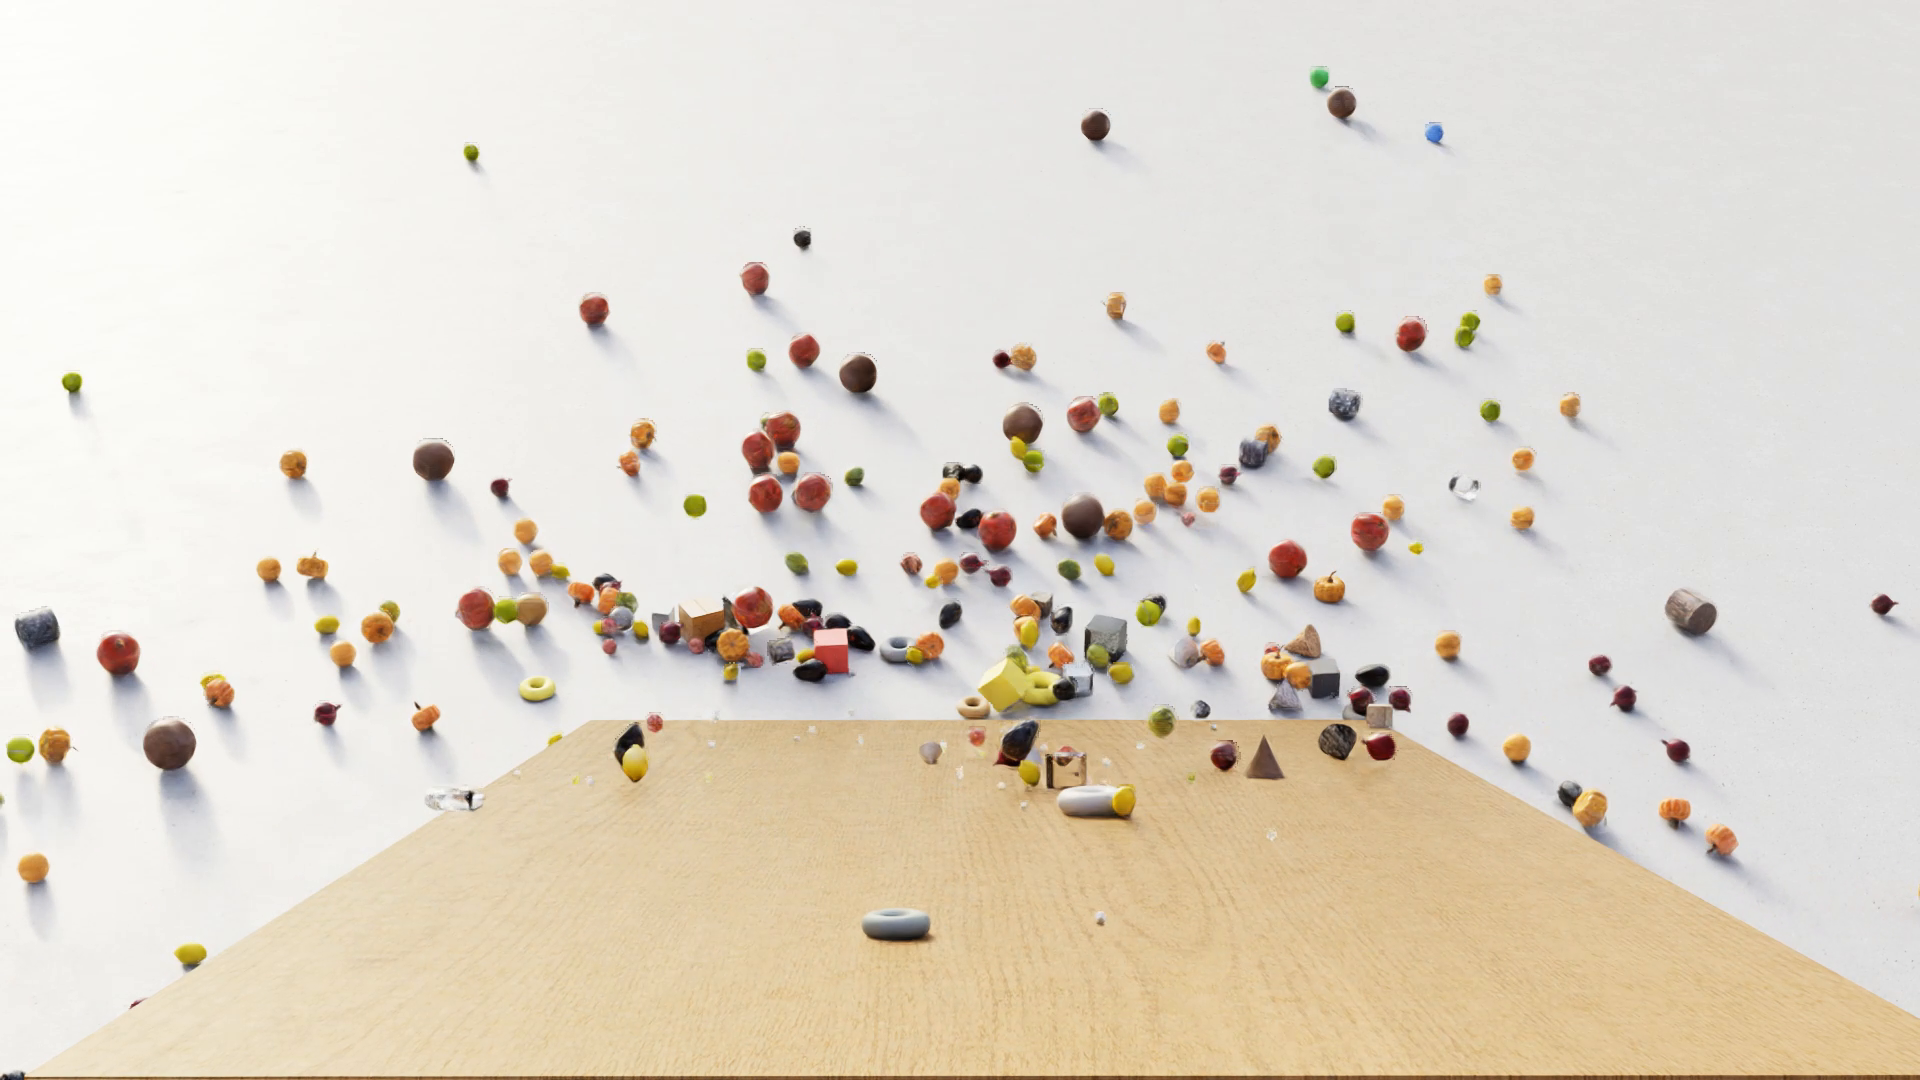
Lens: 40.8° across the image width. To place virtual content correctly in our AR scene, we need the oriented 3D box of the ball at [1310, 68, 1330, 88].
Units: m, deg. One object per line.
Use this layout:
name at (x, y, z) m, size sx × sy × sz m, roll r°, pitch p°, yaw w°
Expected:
ball at (1.638, -2.109, 11.766) m, size 0.091 × 0.091 × 0.091 m, roll 0°, pitch 27°, yaw 0°

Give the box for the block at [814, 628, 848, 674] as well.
block at (-0.350, 0.302, 6.995) m, size 0.088 × 0.088 × 0.088 m, roll -2°, pitch 27°, yaw -5°

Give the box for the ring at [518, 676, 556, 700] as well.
ring at (-1.125, 0.395, 6.872) m, size 0.098 × 0.033 × 0.098 m, roll 1°, pitch 28°, yaw 0°

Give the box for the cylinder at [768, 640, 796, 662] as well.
cylinder at (-0.478, 0.298, 6.916) m, size 0.057 × 0.057 × 0.057 m, roll 1°, pitch 23°, yaw -32°

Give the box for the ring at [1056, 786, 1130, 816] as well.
ring at (0.241, 0.474, 4.678) m, size 0.132 × 0.044 × 0.132 m, roll -1°, pitch 2°, yaw 0°

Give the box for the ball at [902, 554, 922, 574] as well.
ball at (-0.140, 0.071, 7.482) m, size 0.061 × 0.061 × 0.061 m, roll 0°, pitch 27°, yaw 0°

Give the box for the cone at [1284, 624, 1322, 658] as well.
cone at (0.926, 0.286, 7.076) m, size 0.095 × 0.095 × 0.095 m, roll -16°, pitch 17°, yaw 31°

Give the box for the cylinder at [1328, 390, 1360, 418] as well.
cylinder at (1.263, -0.448, 8.490) m, size 0.078 × 0.078 × 0.078 m, roll 18°, pitch 32°, yaw 31°

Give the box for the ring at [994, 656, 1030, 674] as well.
ring at (0.141, 0.344, 6.972) m, size 0.098 × 0.033 × 0.098 m, roll 0°, pitch 28°, yaw 0°

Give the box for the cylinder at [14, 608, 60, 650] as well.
cylinder at (-2.539, 0.244, 7.104) m, size 0.092 × 0.092 × 0.092 m, roll -20°, pitch 33°, yaw -34°

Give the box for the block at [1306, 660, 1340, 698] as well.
block at (0.968, 0.369, 6.878) m, size 0.073 × 0.073 × 0.073 m, roll -2°, pitch 27°, yaw -4°

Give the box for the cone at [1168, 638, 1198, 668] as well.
cone at (0.590, 0.310, 7.034) m, size 0.085 × 0.085 × 0.085 m, roll -20°, pitch 6°, yaw -34°

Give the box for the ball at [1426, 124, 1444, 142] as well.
ball at (2.032, -1.741, 11.052) m, size 0.079 × 0.079 × 0.079 m, roll 0°, pitch 27°, yaw 0°

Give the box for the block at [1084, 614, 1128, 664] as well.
block at (0.398, 0.271, 7.053) m, size 0.091 × 0.091 × 0.091 m, roll 11°, pitch 29°, yaw 21°

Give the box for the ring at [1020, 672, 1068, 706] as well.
ring at (0.217, 0.395, 6.857) m, size 0.137 × 0.046 × 0.137 m, roll -1°, pitch 27°, yaw 1°

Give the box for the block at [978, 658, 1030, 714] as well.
block at (0.115, 0.382, 6.796) m, size 0.087 × 0.087 × 0.087 m, roll -36°, pitch 13°, yaw 29°

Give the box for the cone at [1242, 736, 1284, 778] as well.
cone at (0.622, 0.440, 5.282) m, size 0.086 × 0.086 × 0.086 m, roll 0°, pitch 1°, yaw 0°

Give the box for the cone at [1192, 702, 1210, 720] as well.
cone at (0.609, 0.447, 6.612) m, size 0.053 × 0.053 × 0.053 m, roll 12°, pitch 22°, yaw 22°

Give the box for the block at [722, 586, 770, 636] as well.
block at (-0.596, 0.198, 7.195) m, size 0.092 × 0.092 × 0.092 m, roll -19°, pitch 33°, yaw -33°

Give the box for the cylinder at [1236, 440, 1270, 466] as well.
cylinder at (0.925, -0.275, 8.148) m, size 0.078 × 0.078 × 0.078 m, roll -2°, pitch 22°, yaw 33°

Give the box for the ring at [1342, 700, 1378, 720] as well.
ring at (1.058, 0.459, 6.737) m, size 0.120 × 0.040 × 0.120 m, roll -1°, pitch 27°, yaw 1°

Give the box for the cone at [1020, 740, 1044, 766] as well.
cone at (0.155, 0.453, 5.524) m, size 0.052 × 0.052 × 0.052 m, roll 0°, pitch 1°, yaw 0°

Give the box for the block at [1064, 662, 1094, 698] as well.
block at (0.315, 0.374, 6.876) m, size 0.067 × 0.067 × 0.067 m, roll -5°, pitch 27°, yaw -10°

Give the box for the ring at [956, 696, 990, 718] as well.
ring at (0.036, 0.440, 6.787) m, size 0.089 × 0.030 × 0.089 m, roll 1°, pitch 28°, yaw 0°

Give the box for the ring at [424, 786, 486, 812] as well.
ring at (-0.930, 0.476, 4.754) m, size 0.113 × 0.038 × 0.113 m, roll 1°, pitch 1°, yaw 0°

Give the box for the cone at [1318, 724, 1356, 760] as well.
cone at (0.830, 0.458, 5.624) m, size 0.084 × 0.084 × 0.084 m, roll -1°, pitch 28°, yaw -3°

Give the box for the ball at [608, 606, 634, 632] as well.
ball at (-0.941, 0.221, 7.172) m, size 0.072 × 0.072 × 0.072 m, roll 0°, pitch 27°, yaw 0°

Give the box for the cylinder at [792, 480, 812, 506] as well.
cylinder at (-0.484, -0.145, 7.913) m, size 0.059 × 0.059 × 0.059 m, roll 2°, pitch 27°, yaw 4°

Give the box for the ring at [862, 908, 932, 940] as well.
ring at (-0.084, 0.505, 3.395) m, size 0.092 × 0.031 × 0.092 m, roll -1°, pitch 2°, yaw 0°

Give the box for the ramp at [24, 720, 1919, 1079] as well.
ramp at (0.061, 0.547, 4.583) m, size 2.000 × 0.100 × 4.000 m, roll 0°, pitch 1°, yaw 0°

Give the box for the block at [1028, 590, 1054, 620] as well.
block at (0.226, 0.183, 7.268) m, size 0.054 × 0.054 × 0.054 m, roll 12°, pitch 29°, yaw 22°

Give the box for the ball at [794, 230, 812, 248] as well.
ball at (-0.606, -1.157, 9.905) m, size 0.070 × 0.070 × 0.070 m, roll 0°, pitch 27°, yaw 0°

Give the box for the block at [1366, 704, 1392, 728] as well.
block at (1.038, 0.436, 6.388) m, size 0.052 × 0.052 × 0.052 m, roll 1°, pitch 1°, yaw 27°

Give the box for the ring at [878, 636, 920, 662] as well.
ring at (-0.166, 0.298, 7.060) m, size 0.113 × 0.038 × 0.113 m, roll -1°, pitch 28°, yaw 0°

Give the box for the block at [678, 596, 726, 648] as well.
block at (-0.714, 0.226, 7.137) m, size 0.095 × 0.095 × 0.095 m, roll -14°, pitch 30°, yaw -26°

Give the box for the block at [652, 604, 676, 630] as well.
block at (-0.828, 0.216, 7.206) m, size 0.051 × 0.051 × 0.051 m, roll 5°, pitch 27°, yaw 11°

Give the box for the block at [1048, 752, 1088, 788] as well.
block at (0.212, 0.455, 5.095) m, size 0.064 × 0.064 × 0.064 m, roll 0°, pitch 1°, yaw 19°

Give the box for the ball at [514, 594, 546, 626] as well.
ball at (-1.199, 0.195, 7.203) m, size 0.091 × 0.091 × 0.091 m, roll 0°, pitch 27°, yaw 0°
